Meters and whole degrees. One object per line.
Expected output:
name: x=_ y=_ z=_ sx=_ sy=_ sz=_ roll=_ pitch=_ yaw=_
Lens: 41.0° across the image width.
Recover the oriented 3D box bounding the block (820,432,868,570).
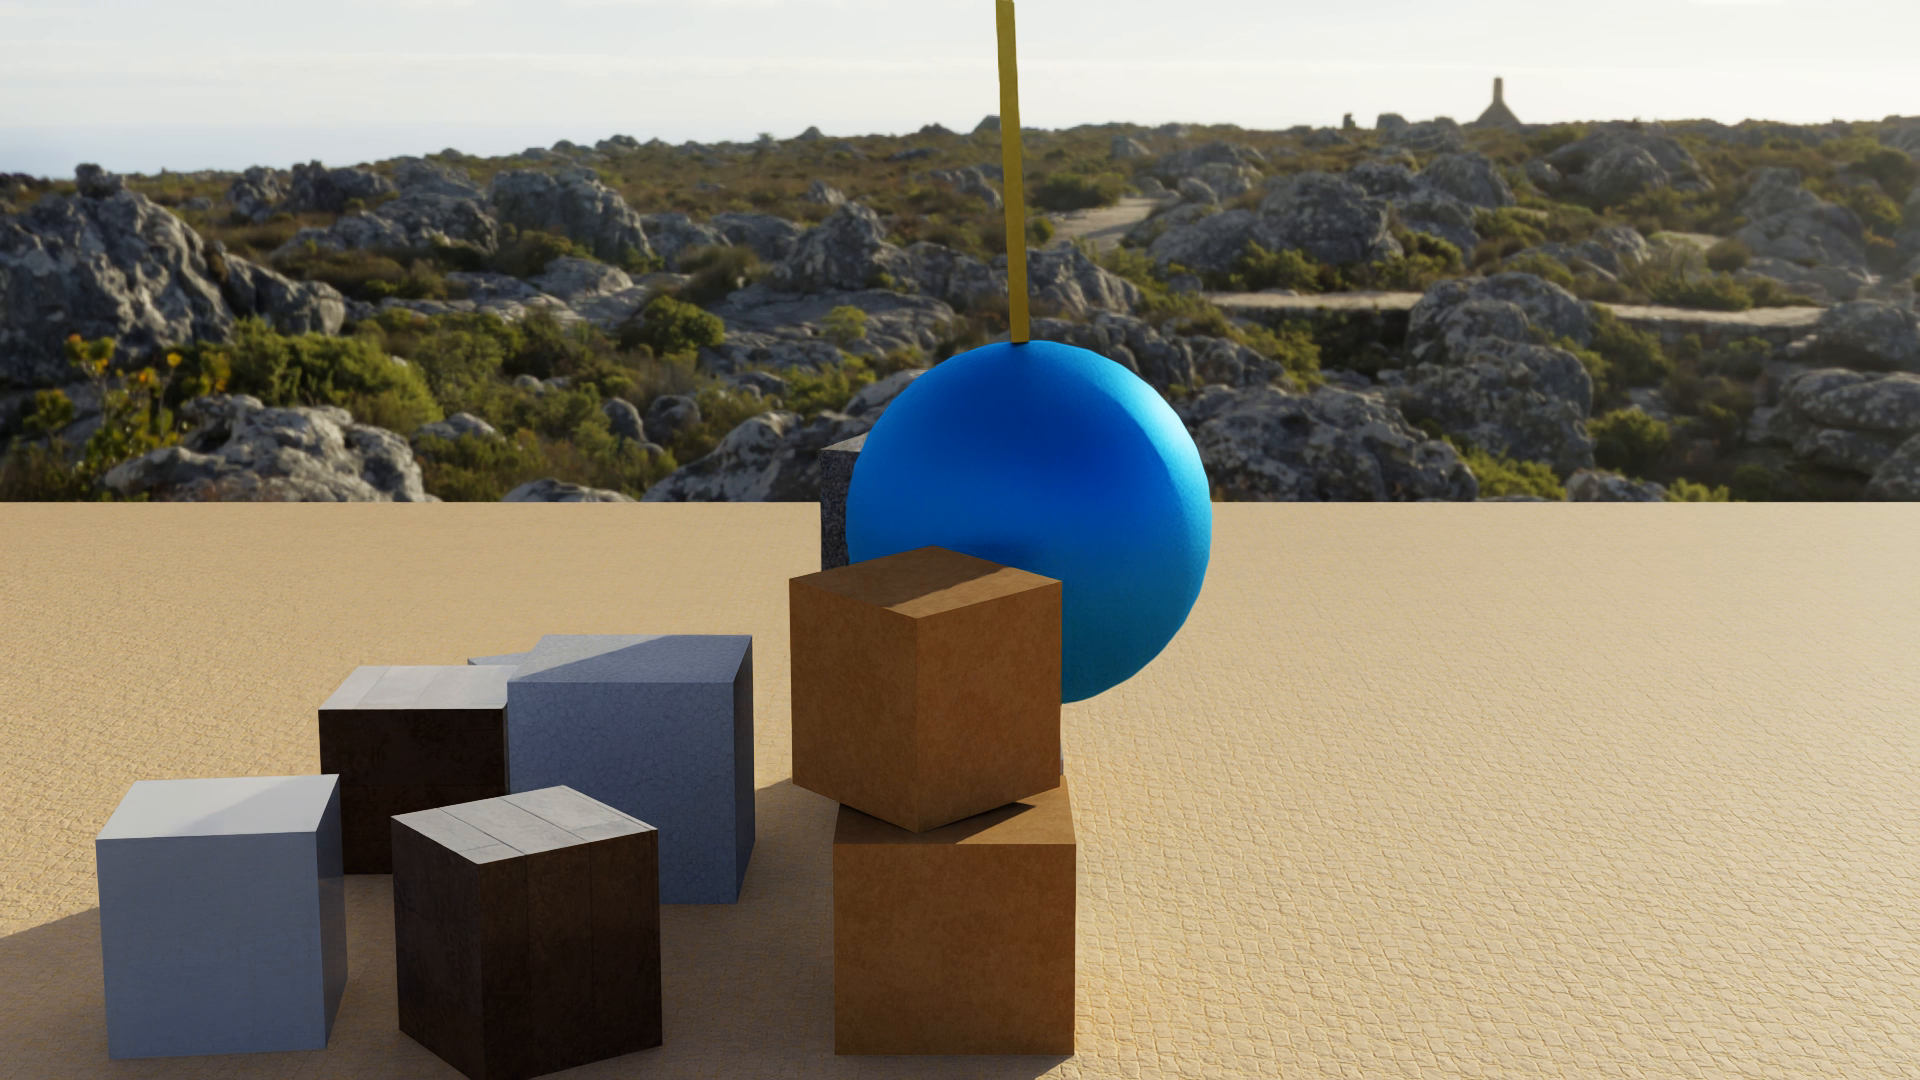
block: x=-0.114 y=-0.073 z=12.528 sx=0.883 sy=0.817 sz=0.823 roll=4 pitch=11 yaw=19

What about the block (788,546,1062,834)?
block: x=-0.129 y=0.541 z=9.669 sx=0.725 sy=0.811 sz=0.717 roll=-13 pitch=20 yaw=-41

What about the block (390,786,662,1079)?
block: x=-1.588 y=1.431 z=9.398 sx=0.710 sy=0.821 sz=0.719 roll=-8 pitch=13 yaw=-36

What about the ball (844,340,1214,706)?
ball: x=0.298 y=-0.069 z=11.168 sx=1.600 sy=1.600 sz=1.600 roll=0 pitch=10 yaw=0

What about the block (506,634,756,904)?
block: x=-1.431 y=0.996 z=11.365 sx=0.955 sy=0.975 sz=0.938 roll=0 pitch=10 yaw=0

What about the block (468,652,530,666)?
block: x=-1.978 y=0.927 z=12.641 sx=0.704 sy=0.654 sz=0.627 roll=-6 pitch=12 yaw=-28

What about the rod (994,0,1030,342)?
rod: x=0.129 y=-3.410 z=10.560 sx=0.080 sy=5.200 sz=0.080 roll=-3 pitch=10 yaw=1

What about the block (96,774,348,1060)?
block: x=-2.741 y=1.391 z=9.609 sx=0.766 sy=0.824 sz=0.770 roll=-1 pitch=10 yaw=-7

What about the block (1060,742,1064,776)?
block: x=0.017 y=1.211 z=10.514 sx=0.779 sy=0.855 sz=0.788 roll=0 pitch=10 yaw=0

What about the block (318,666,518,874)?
block: x=-2.421 y=1.038 z=11.748 sx=0.808 sy=0.754 sz=0.843 roll=0 pitch=10 yaw=-1

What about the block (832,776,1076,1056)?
block: x=-0.019 y=1.394 z=9.675 sx=0.869 sy=0.795 sz=0.910 roll=0 pitch=10 yaw=0
